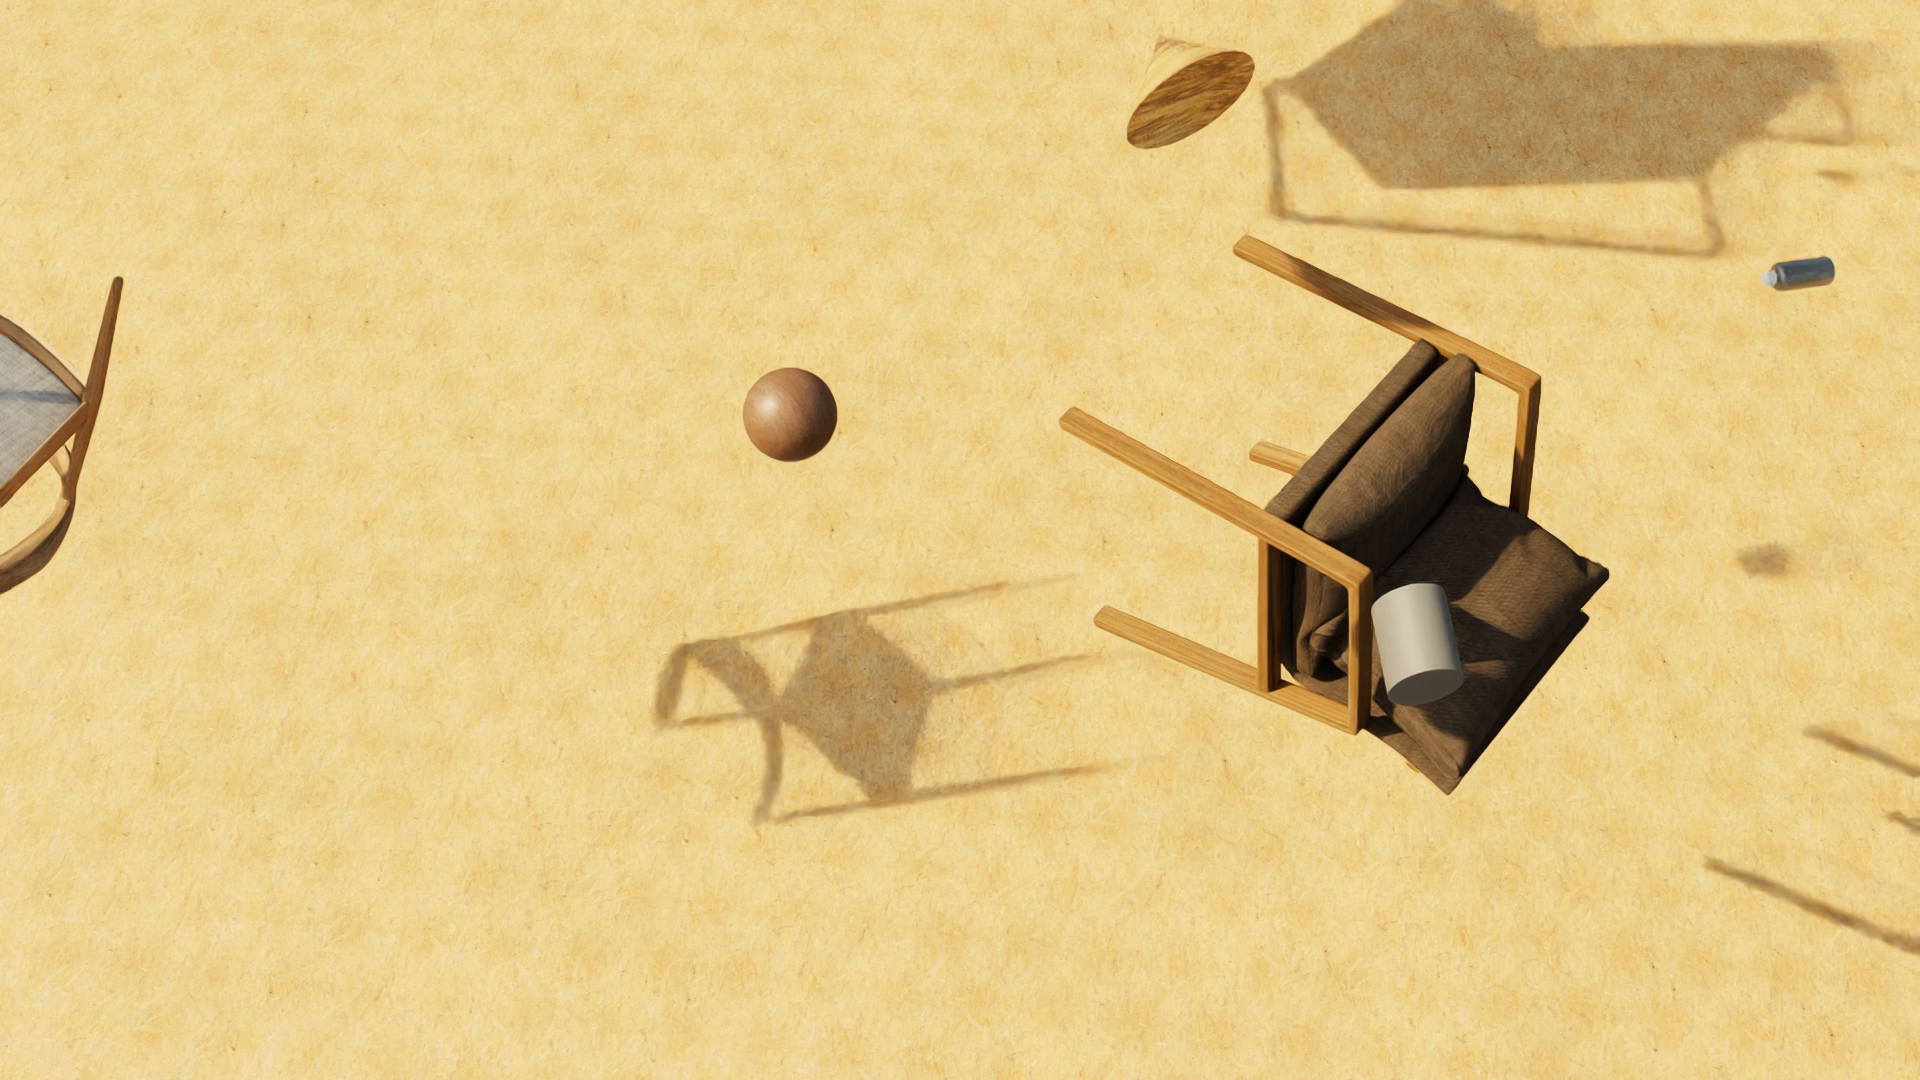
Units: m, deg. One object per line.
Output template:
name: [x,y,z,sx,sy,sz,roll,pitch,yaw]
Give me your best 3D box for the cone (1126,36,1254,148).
cone: [0.240,-0.528,2.461,0.146,0.191,0.088,-16,73,-23]
